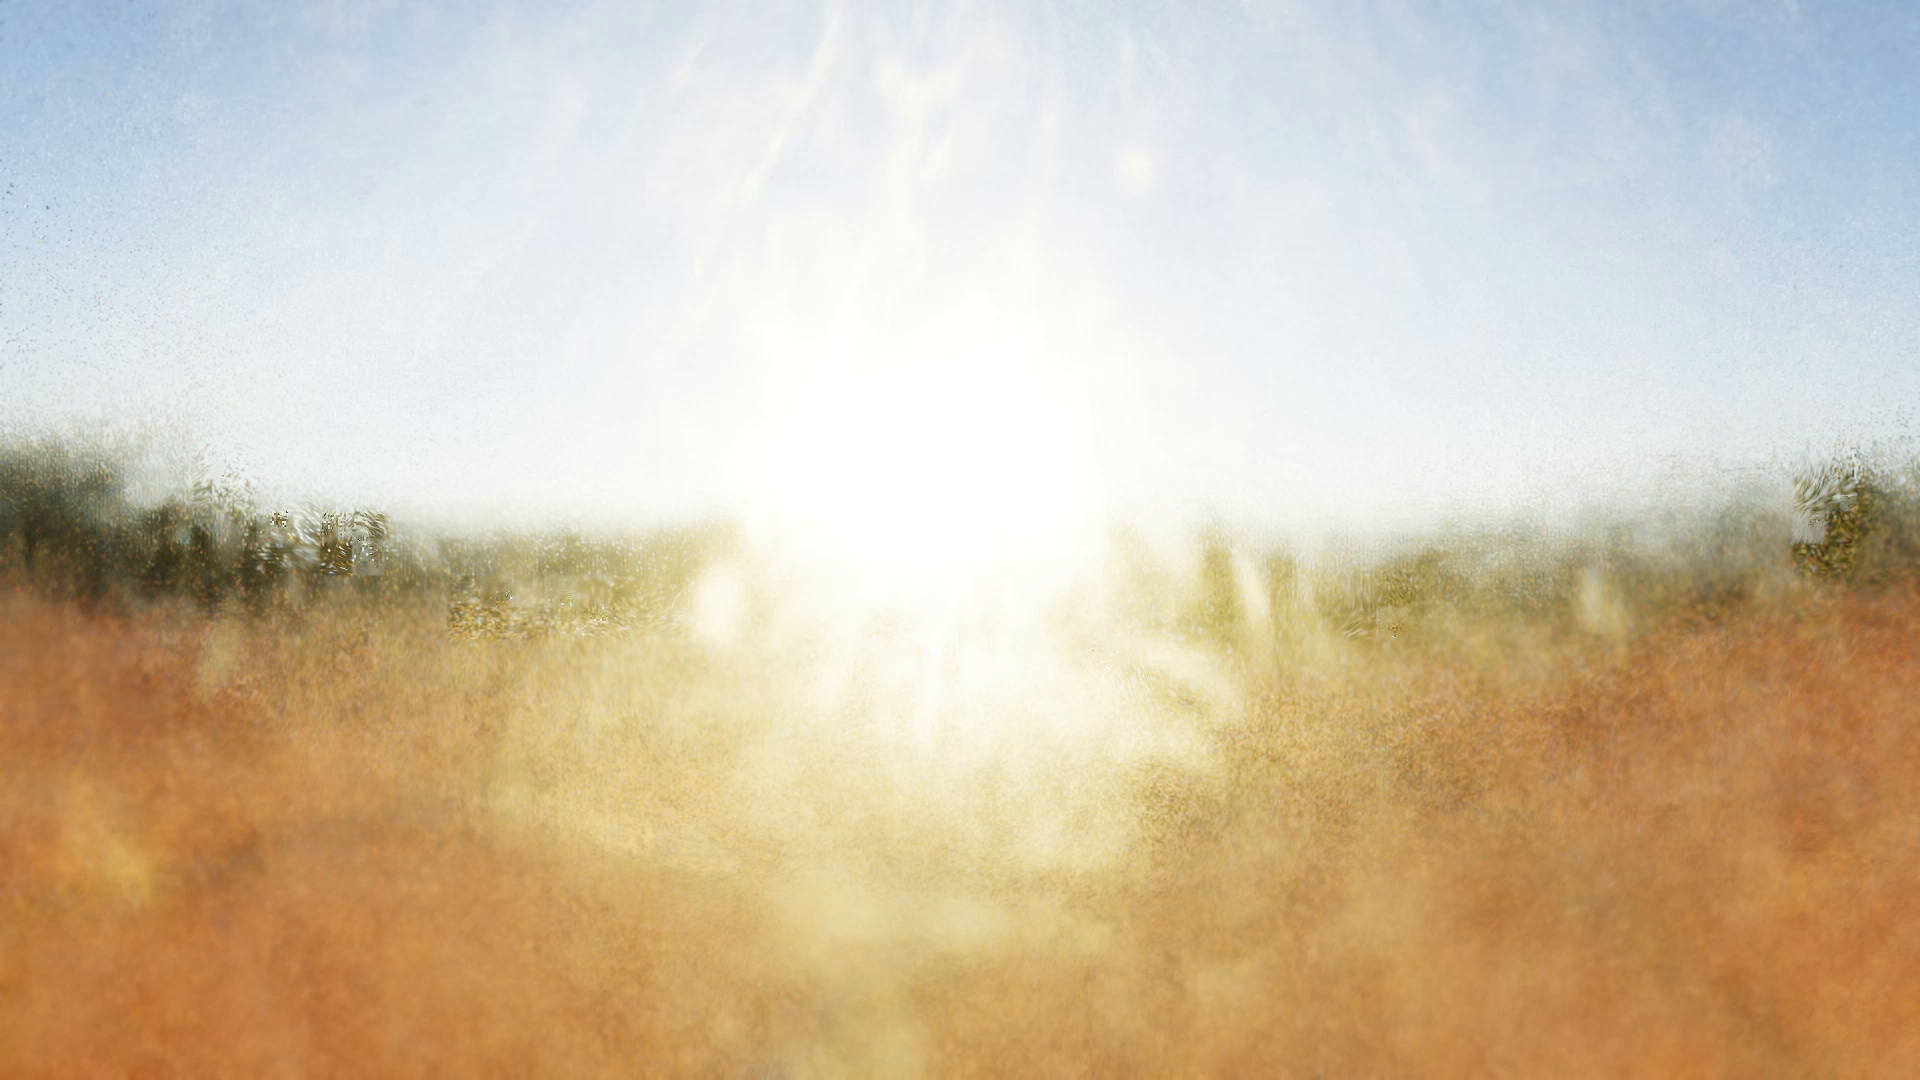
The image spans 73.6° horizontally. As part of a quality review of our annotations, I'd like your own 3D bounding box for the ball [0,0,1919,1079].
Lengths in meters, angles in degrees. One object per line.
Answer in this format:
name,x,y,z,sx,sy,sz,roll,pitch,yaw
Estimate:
ball,0.001,-0.002,0.055,0.080,0.080,0.080,0,4,0
